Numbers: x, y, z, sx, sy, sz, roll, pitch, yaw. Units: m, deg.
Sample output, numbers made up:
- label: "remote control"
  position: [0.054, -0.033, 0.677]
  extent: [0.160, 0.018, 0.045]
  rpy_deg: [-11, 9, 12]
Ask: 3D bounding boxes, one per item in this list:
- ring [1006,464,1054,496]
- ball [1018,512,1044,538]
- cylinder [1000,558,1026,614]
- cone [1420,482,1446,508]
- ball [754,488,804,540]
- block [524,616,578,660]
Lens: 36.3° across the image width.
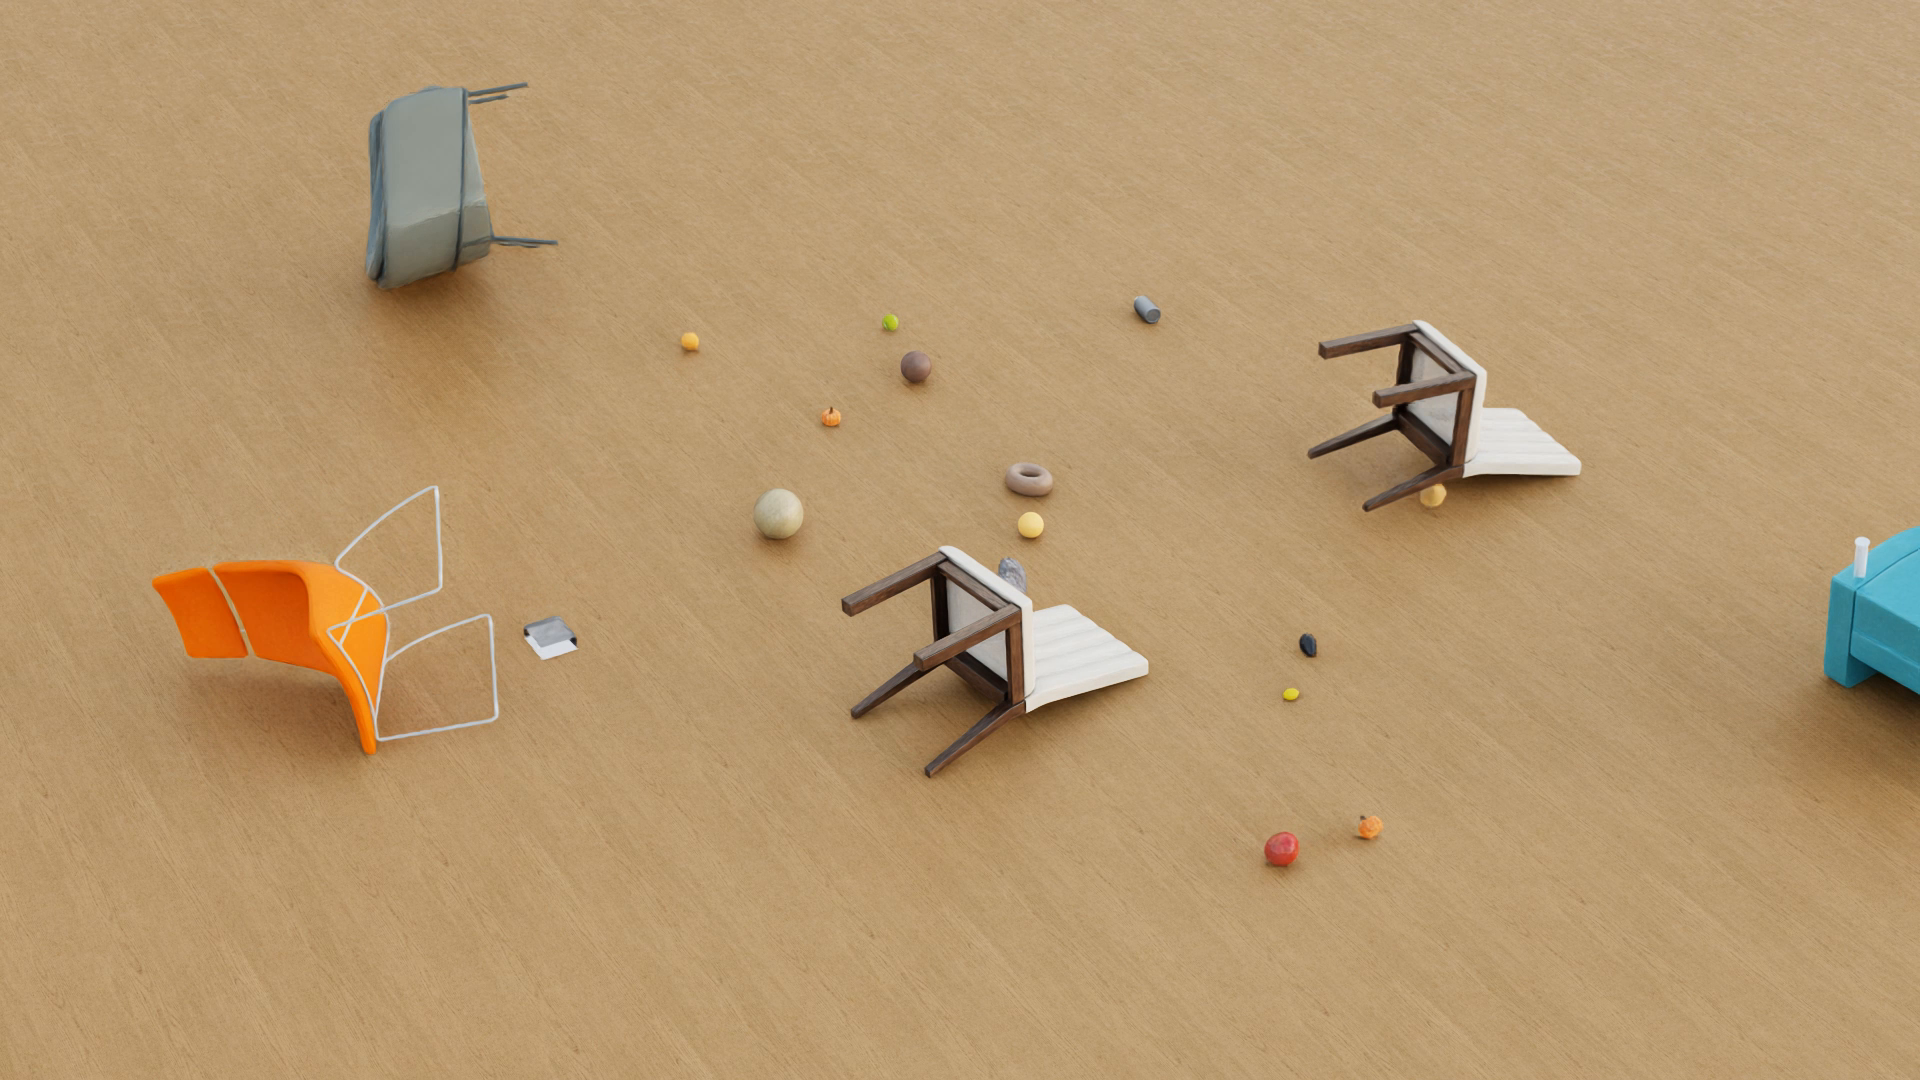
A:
- label: "ring"
  position: [0.265, -0.231, 11.222]
  extent: [0.199, 0.082, 0.140]
  rpy_deg: [18, 39, 27]
- label: "ball"
  position: [0.264, -0.056, 10.941]
  extent: [0.097, 0.097, 0.097]
  rpy_deg: [0, 33, 0]
- label: "cylinder"
  position: [0.190, 0.166, 10.583]
  extent: [0.081, 0.132, 0.191]
  rpy_deg: [-26, 29, 17]
- label: "cone"
  position: [1.784, -0.188, 11.047]
  extent: [0.094, 0.080, 0.110]
  rpy_deg: [34, 74, 17]
- label: "ball"
  position: [-0.676, -0.098, 10.921]
  extent: [0.189, 0.189, 0.189]
  rpy_deg: [0, 33, 0]
- label: "block"
  position: [-1.449, 0.345, 10.373]
  extent: [0.135, 0.053, 0.157]
  rpy_deg: [-18, 37, -25]
